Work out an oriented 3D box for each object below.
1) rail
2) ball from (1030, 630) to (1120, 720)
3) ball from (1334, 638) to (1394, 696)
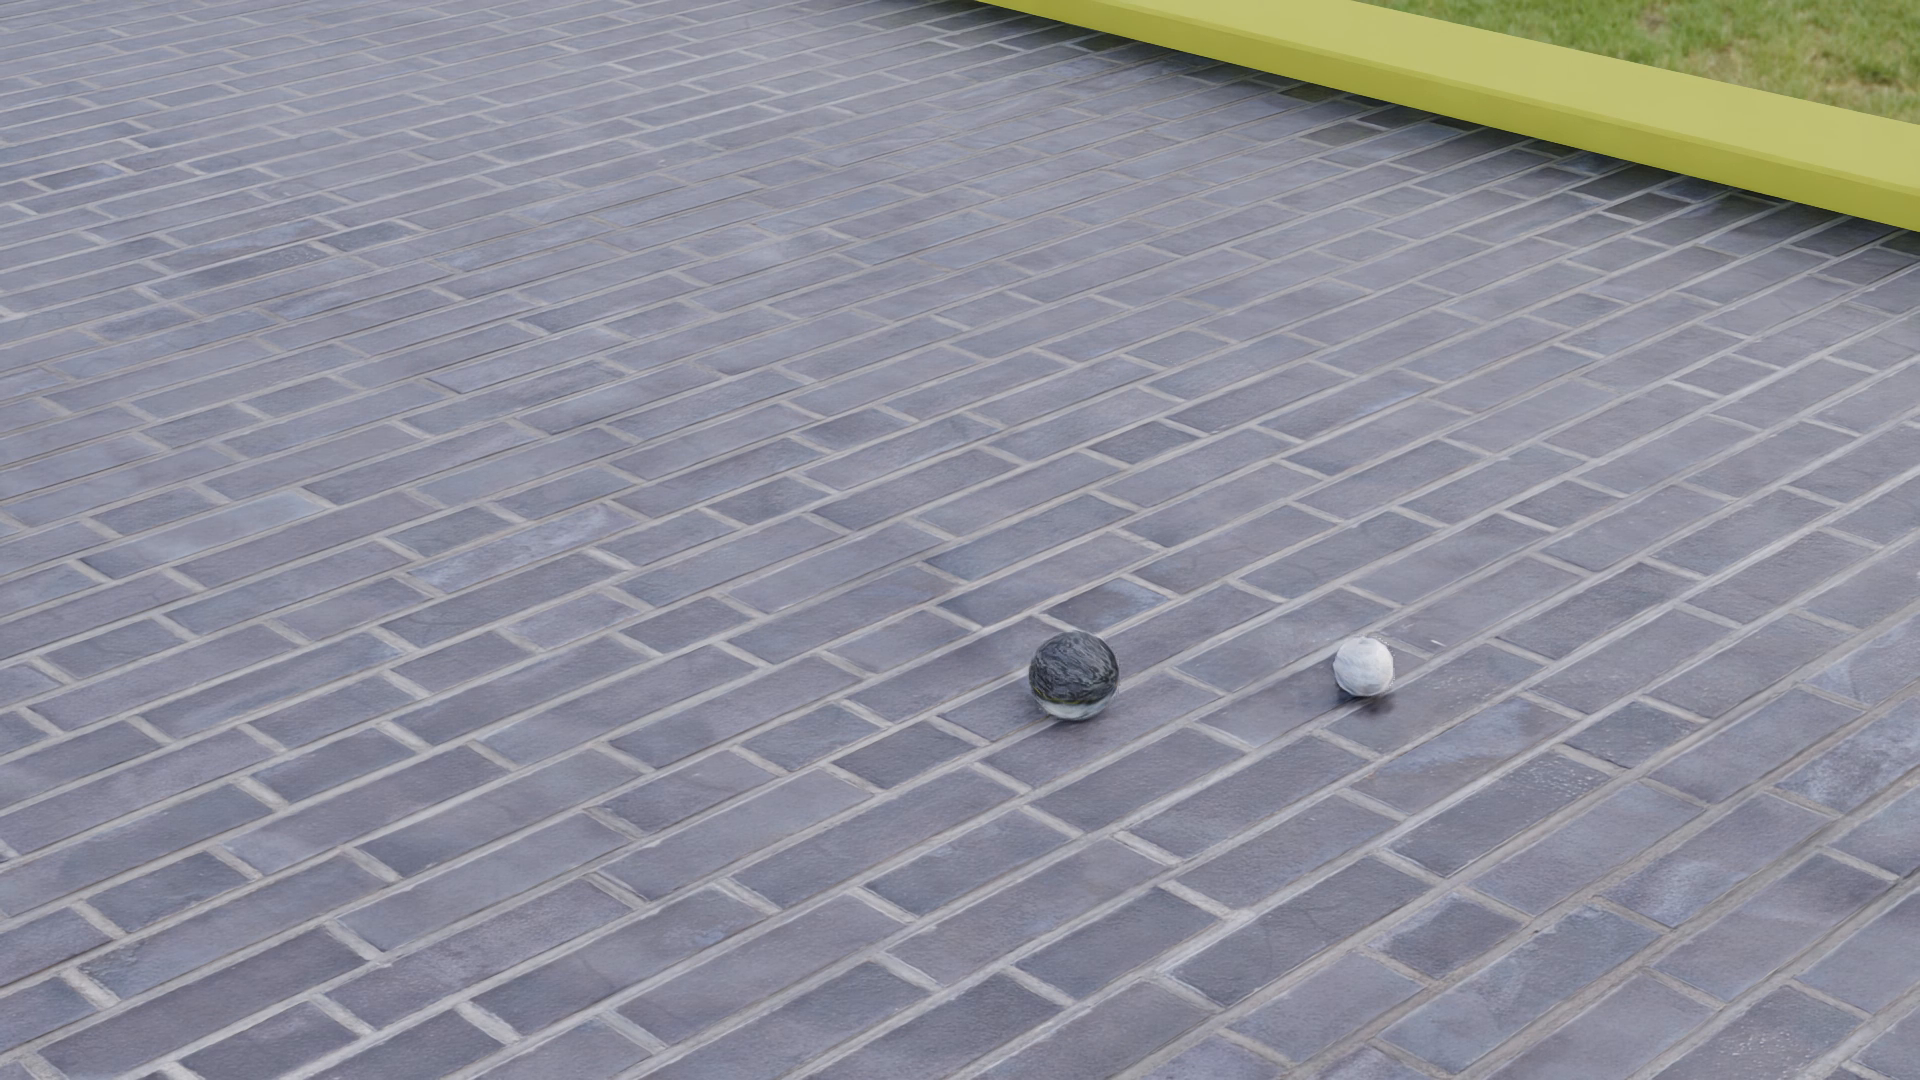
[{"bbox_3d":[0.139,-0.716,3.801,0.045,0.109,4.391,-22,32,-40],"label":"rail"},{"bbox_3d":[0.080,0.095,2.059,0.063,0.063,0.063,0,24,0],"label":"ball"},{"bbox_3d":[0.287,0.090,2.094,0.043,0.043,0.043,0,24,0],"label":"ball"}]
